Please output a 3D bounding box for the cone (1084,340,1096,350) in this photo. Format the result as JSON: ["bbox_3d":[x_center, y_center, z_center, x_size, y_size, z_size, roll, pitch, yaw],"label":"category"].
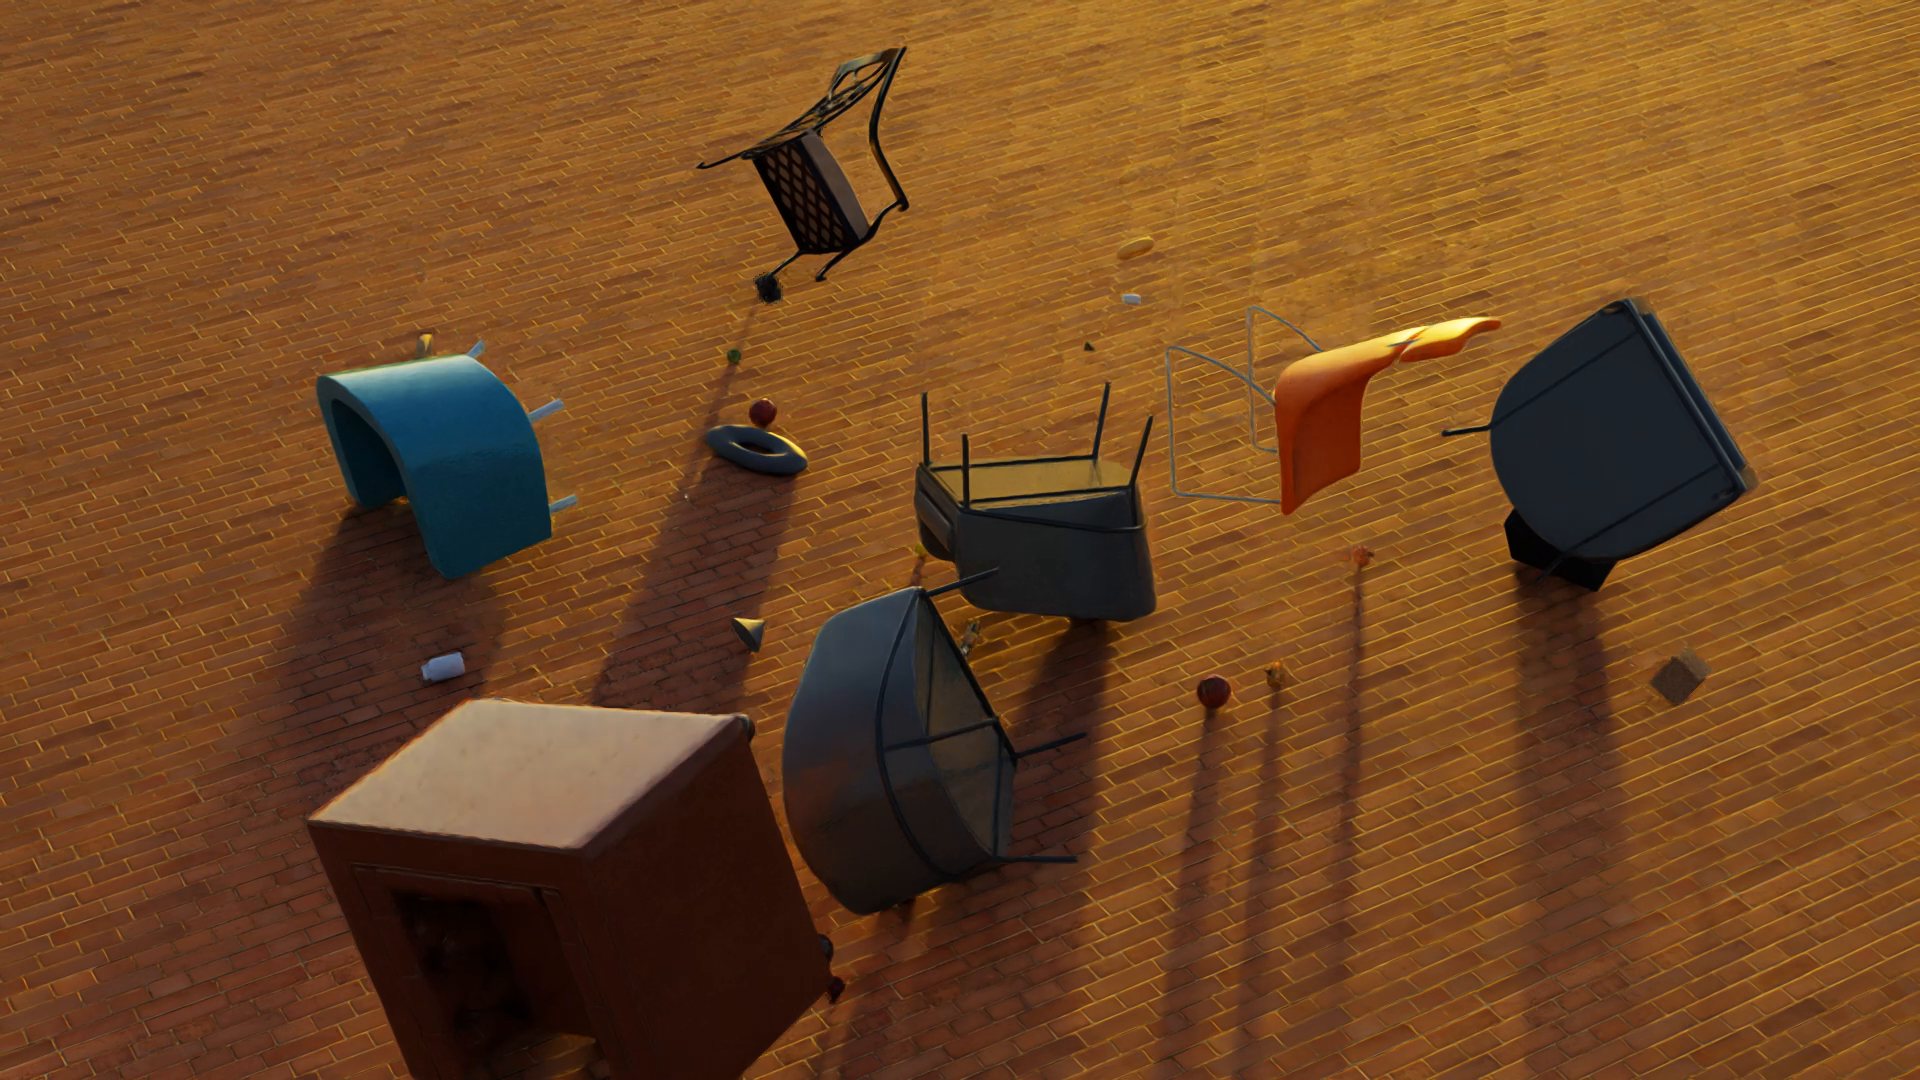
[{"bbox_3d":[0.528,-0.770,11.770,0.049,0.049,0.034,30,36,17],"label":"cone"}]

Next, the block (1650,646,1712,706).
[{"bbox_3d":[2.472,0.466,10.053,0.123,0.139,0.125,44,34,15],"label":"block"}]

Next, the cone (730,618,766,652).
[{"bbox_3d":[-0.722,0.310,10.324,0.090,0.143,0.179,-36,35,-17],"label":"cone"}]

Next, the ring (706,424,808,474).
[{"bbox_3d":[-0.792,-0.354,11.423,0.470,0.065,0.223,21,39,28],"label":"ring"}]

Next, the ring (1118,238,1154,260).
[{"bbox_3d":[0.724,-1.199,12.060,0.196,0.112,0.049,-22,81,-36],"label":"ring"}]

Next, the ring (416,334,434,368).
[{"bbox_3d":[-2.047,-0.722,11.216,0.045,0.089,0.221,-11,34,5],"label":"ring"}]

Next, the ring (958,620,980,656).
[{"bbox_3d":[0.034,0.347,10.308,0.039,0.128,0.148,25,47,-4],"label":"ring"}]

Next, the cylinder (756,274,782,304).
[{"bbox_3d":[-0.788,-1.035,12.082,0.061,0.116,0.062,-22,11,33],"label":"cylinder"}]

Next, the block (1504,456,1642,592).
[{"bbox_3d":[2.240,-0.060,10.711,0.353,0.231,0.334,24,67,31],"label":"block"}]
